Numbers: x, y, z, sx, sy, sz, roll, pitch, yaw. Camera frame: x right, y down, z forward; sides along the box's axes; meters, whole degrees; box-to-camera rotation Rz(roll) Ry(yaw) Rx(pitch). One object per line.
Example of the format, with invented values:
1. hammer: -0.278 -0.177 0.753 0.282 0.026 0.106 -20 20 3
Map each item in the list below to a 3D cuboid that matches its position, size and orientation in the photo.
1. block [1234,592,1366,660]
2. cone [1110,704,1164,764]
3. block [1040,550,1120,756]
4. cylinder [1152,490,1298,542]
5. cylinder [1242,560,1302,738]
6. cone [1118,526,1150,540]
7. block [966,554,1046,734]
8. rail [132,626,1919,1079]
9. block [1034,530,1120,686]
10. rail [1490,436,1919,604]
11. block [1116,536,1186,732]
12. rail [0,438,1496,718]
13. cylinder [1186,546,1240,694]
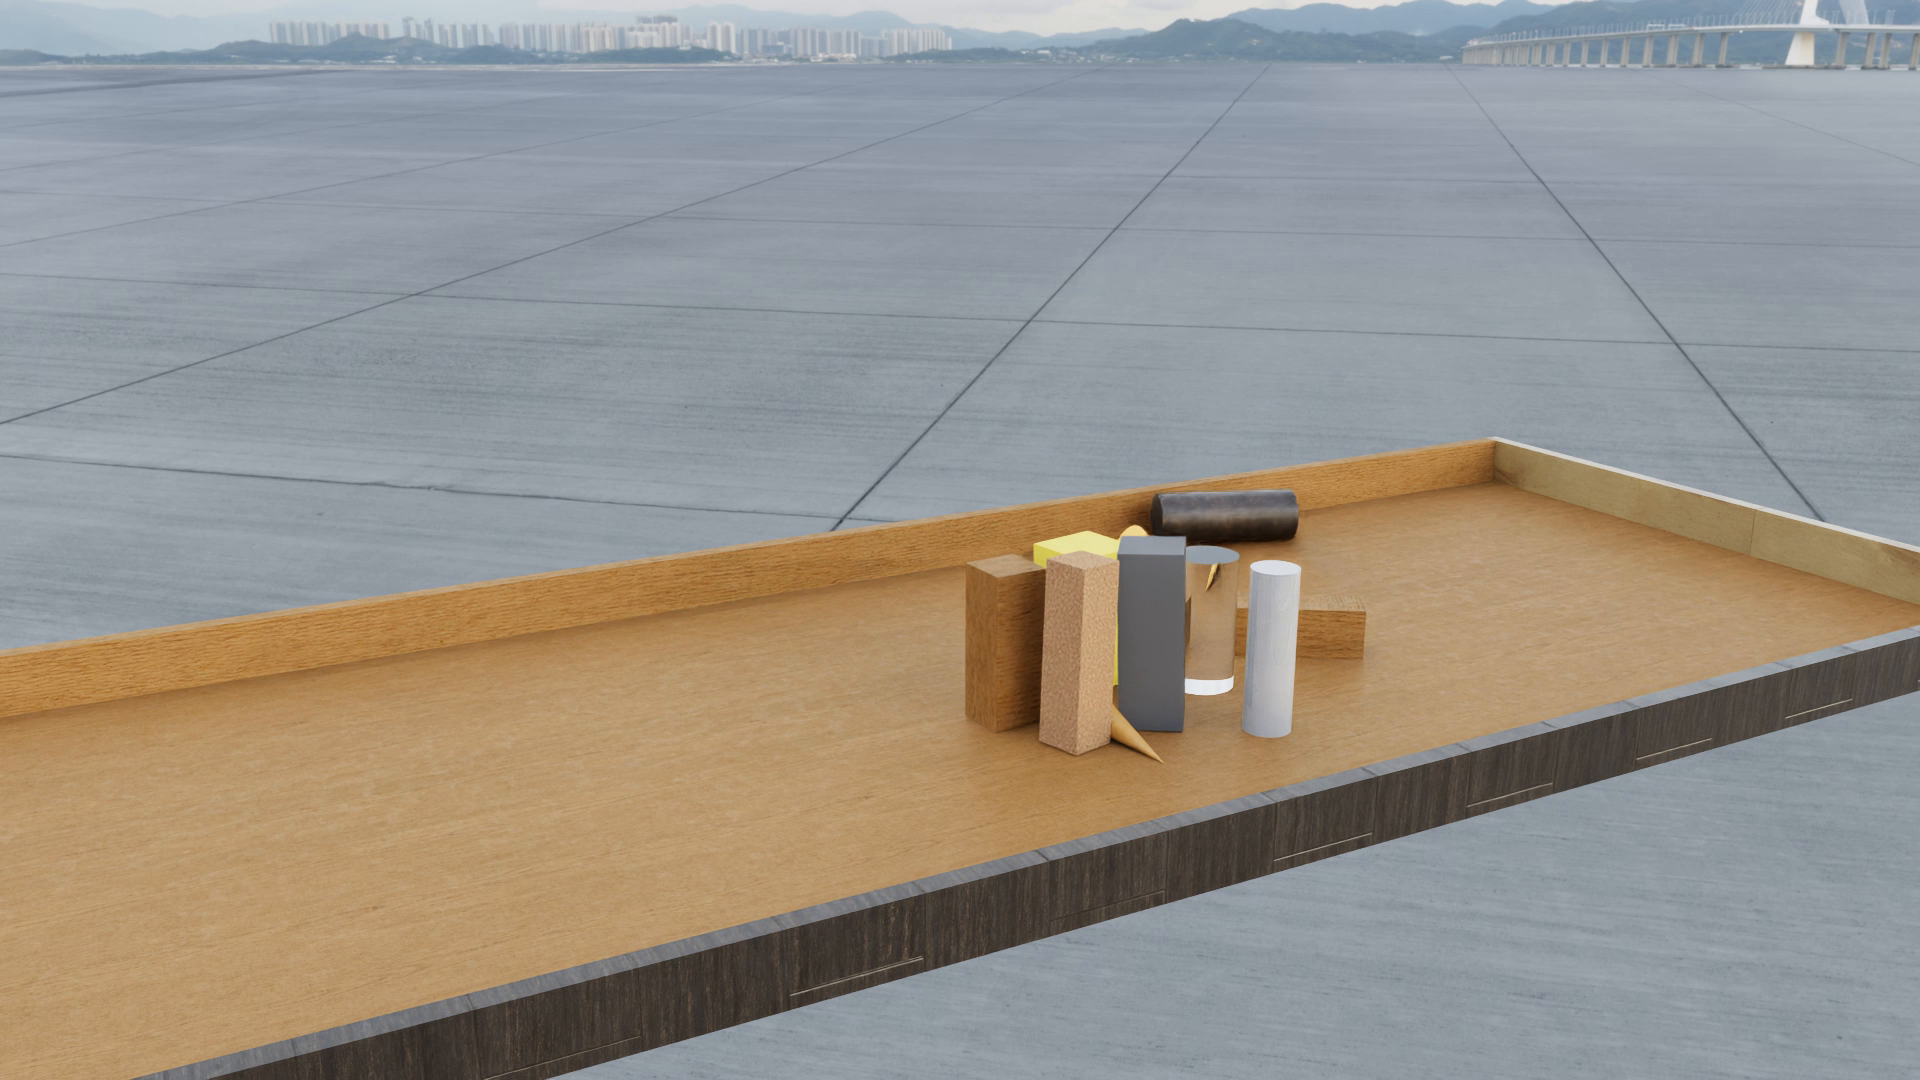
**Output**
1. block: 0.890 0.226 4.353 0.330 0.132 0.132 1 16 4
2. cone: 0.333 0.411 3.827 0.148 0.148 0.450 -11 29 -32
3. block: 0.268 0.253 3.719 0.115 0.433 0.115 -13 21 -42
4. cylinder: 0.854 -0.076 5.333 0.443 0.159 0.159 -2 16 -7
5. cylinder: 0.717 0.251 3.802 0.114 0.393 0.114 0 16 0
6. cone: 0.625 0.074 4.996 0.122 0.122 0.316 -13 32 -38
7. block: 0.106 0.241 3.861 0.135 0.379 0.135 -10 19 -31
8. rail: -2.336 1.006 1.665 12.000 0.150 0.050 -9 18 -27
9. block: 0.311 0.180 4.121 0.180 0.349 0.180 -13 21 -36
10. rail: 2.466 -0.048 5.253 0.050 0.150 2.100 -9 18 -27
11. block: 0.448 0.217 3.848 0.150 0.428 0.150 1 16 9
12. rail: -3.305 0.497 3.399 12.000 0.150 0.050 -9 18 -27
13. cylinder: 0.604 0.197 4.086 0.160 0.336 0.160 0 16 0
